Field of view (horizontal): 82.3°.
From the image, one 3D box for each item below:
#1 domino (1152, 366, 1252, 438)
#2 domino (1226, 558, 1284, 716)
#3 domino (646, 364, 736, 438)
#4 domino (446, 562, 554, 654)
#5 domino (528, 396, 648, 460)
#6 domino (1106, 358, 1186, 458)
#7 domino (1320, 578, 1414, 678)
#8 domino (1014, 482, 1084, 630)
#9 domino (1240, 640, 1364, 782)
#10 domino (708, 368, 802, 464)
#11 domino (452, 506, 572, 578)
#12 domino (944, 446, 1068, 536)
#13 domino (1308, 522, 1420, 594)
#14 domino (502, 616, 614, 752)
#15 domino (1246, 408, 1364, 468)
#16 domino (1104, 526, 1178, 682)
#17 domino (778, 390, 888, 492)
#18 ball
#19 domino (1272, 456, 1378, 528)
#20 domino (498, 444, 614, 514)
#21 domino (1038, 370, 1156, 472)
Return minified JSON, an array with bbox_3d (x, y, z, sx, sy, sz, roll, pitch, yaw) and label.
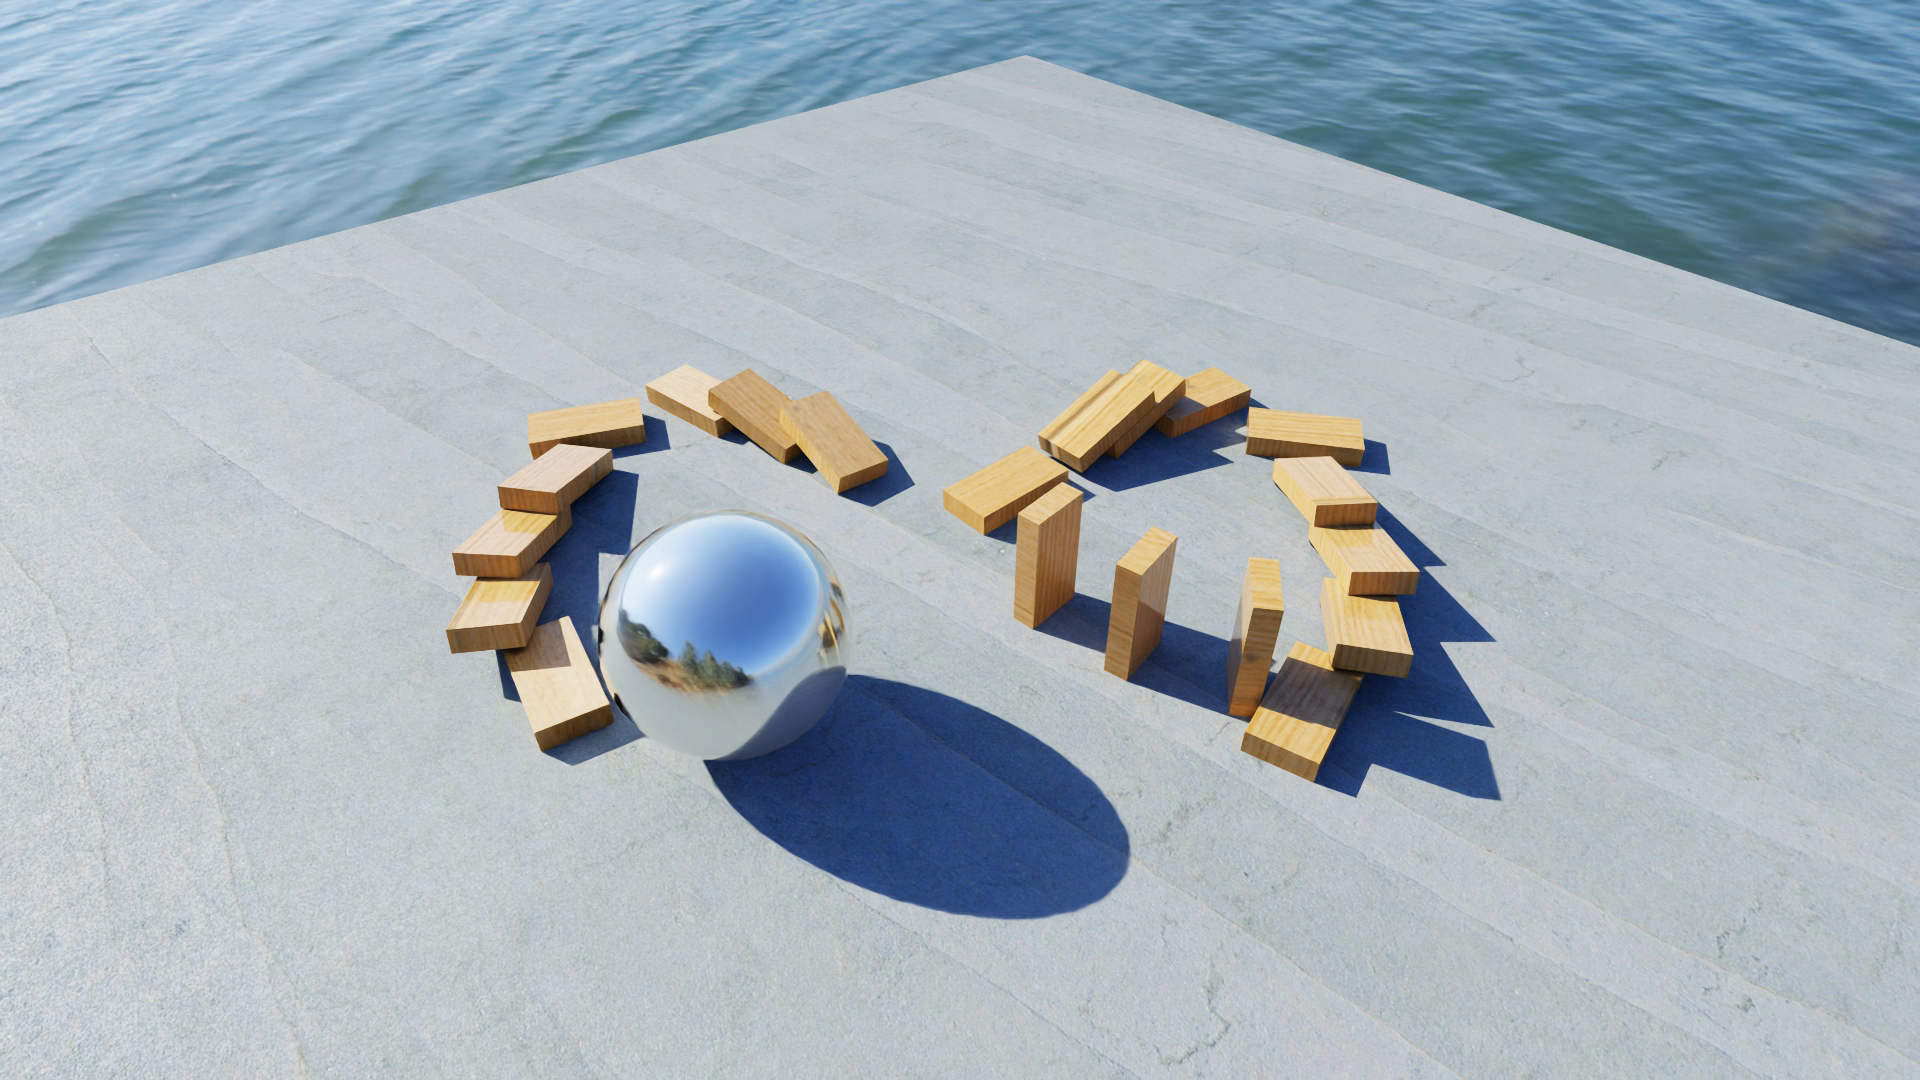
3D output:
[{"bbox_3d":[0.111,-0.066,0.524,0.050,0.010,0.025,-23,45,-26],"label":"domino"},{"bbox_3d":[0.099,0.033,0.371,0.009,0.050,0.025,6,40,7],"label":"domino"},{"bbox_3d":[-0.123,-0.067,0.525,0.050,0.010,0.025,27,46,29],"label":"domino"},{"bbox_3d":[-0.168,0.024,0.404,0.025,0.009,0.050,-5,24,-6],"label":"domino"},{"bbox_3d":[-0.172,-0.052,0.506,0.050,0.010,0.025,-11,41,-14],"label":"domino"},{"bbox_3d":[0.078,-0.061,0.507,0.050,0.009,0.025,-43,54,-19],"label":"domino"},{"bbox_3d":[0.146,0.031,0.397,0.025,0.010,0.050,8,26,10],"label":"domino"},{"bbox_3d":[0.032,0.006,0.404,0.010,0.050,0.025,30,48,31],"label":"domino"},{"bbox_3d":[0.117,0.057,0.374,0.025,0.010,0.050,22,44,25],"label":"domino"},{"bbox_3d":[-0.089,-0.057,0.504,0.050,0.009,0.025,37,51,19],"label":"domino"},{"bbox_3d":[-0.176,-0.001,0.435,0.025,0.010,0.050,3,25,3],"label":"domino"},{"bbox_3d":[0.020,-0.022,0.470,0.050,0.010,0.025,-30,48,-31],"label":"domino"},{"bbox_3d":[0.156,0.005,0.427,0.025,0.009,0.050,0,25,0],"label":"domino"},{"bbox_3d":[-0.141,0.049,0.384,0.025,0.009,0.050,-21,44,-23],"label":"domino"},{"bbox_3d":[0.156,-0.047,0.501,0.050,0.010,0.025,8,40,9],"label":"domino"},{"bbox_3d":[0.063,0.023,0.384,0.009,0.050,0.025,25,46,27],"label":"domino"},{"bbox_3d":[-0.057,-0.044,0.488,0.025,0.009,0.050,-24,58,-30],"label":"domino"},{"bbox_3d":[-0.074,0.030,0.351,0.080,0.080,0.080,0,39,0],"label":"ball"},{"bbox_3d":[0.152,-0.021,0.460,0.025,0.010,0.050,-3,26,-3],"label":"domino"},{"bbox_3d":[-0.170,-0.027,0.467,0.025,0.009,0.050,7,26,8],"label":"domino"},{"bbox_3d":[0.062,-0.054,0.493,0.050,0.009,0.025,-42,53,-19],"label":"domino"}]
